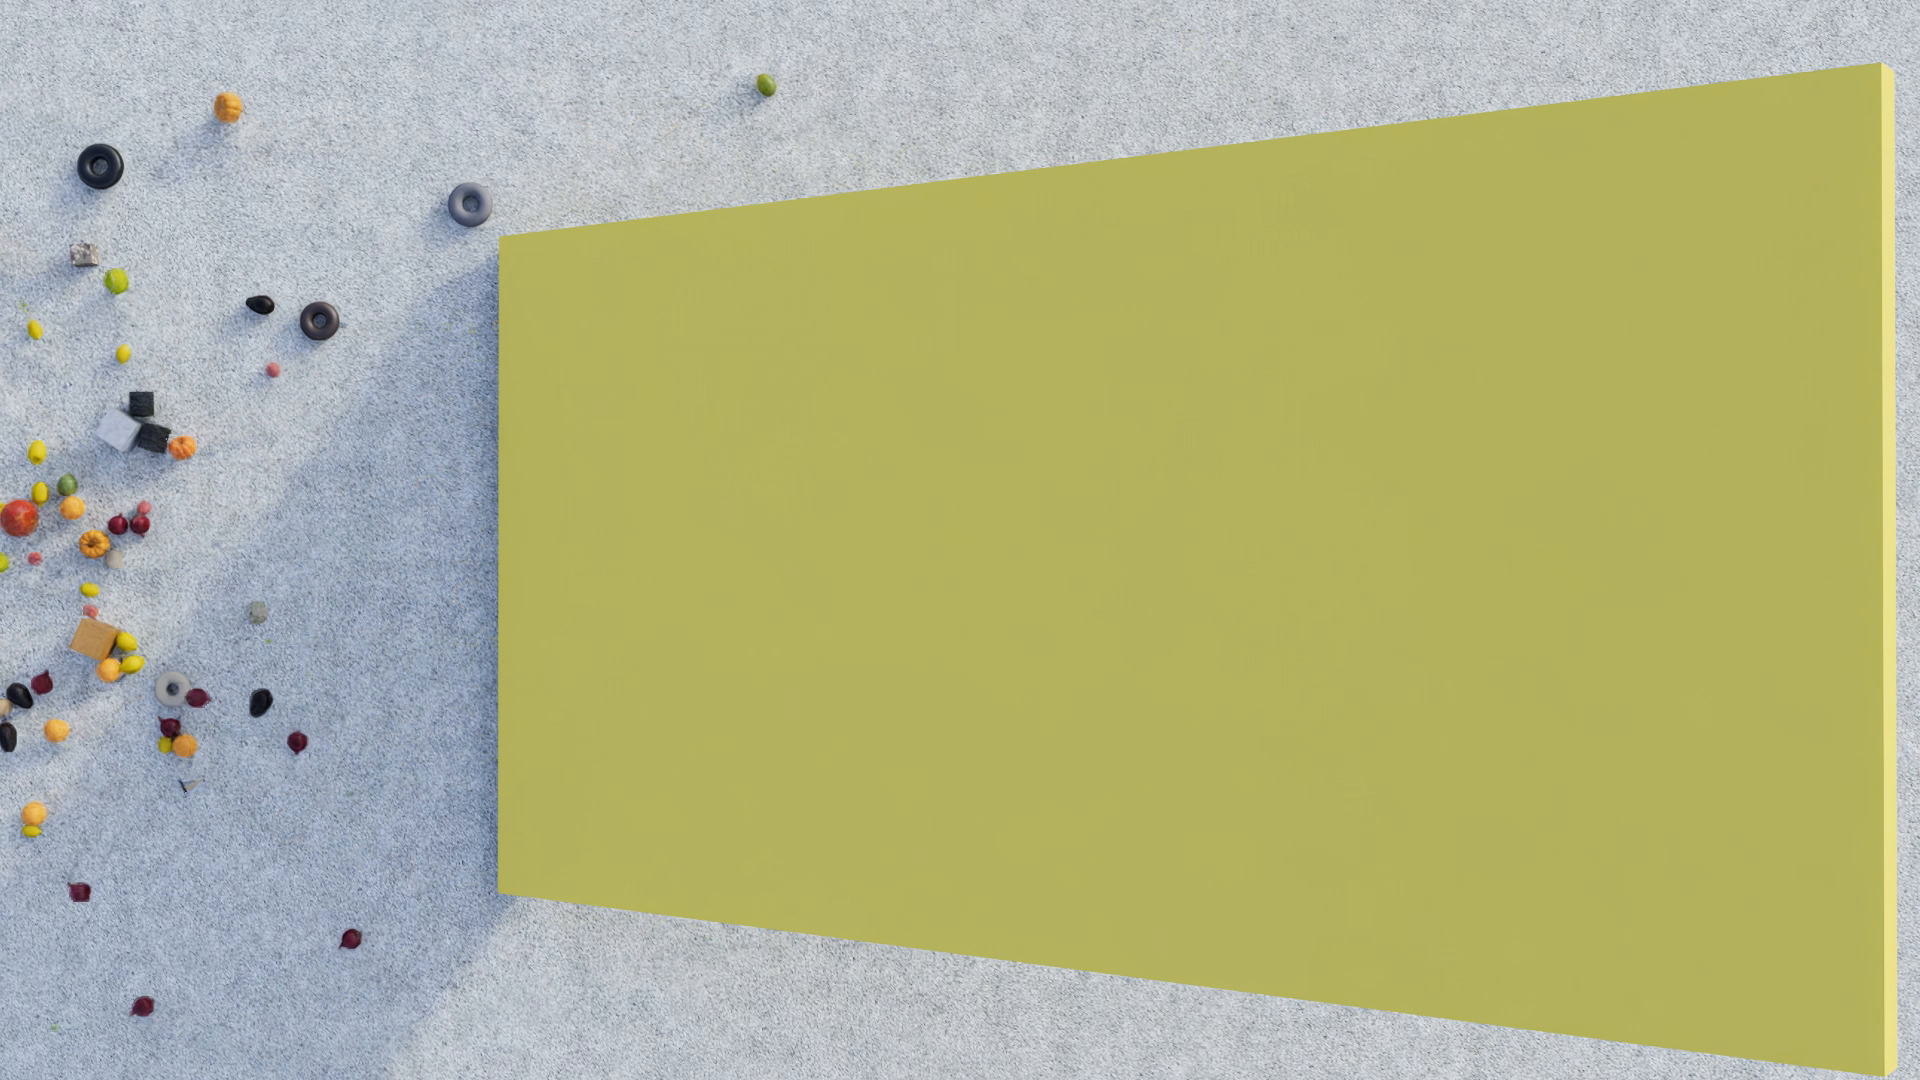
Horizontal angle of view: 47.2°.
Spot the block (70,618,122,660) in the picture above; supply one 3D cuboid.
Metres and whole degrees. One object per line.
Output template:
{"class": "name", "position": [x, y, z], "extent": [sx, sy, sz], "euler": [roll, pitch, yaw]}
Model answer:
{"class": "block", "position": [-2.645, 0.303, 6.731], "extent": [0.095, 0.095, 0.095], "euler": [24, 90, 0]}

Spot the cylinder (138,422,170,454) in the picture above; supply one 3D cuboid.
{"class": "cylinder", "position": [-2.471, -0.313, 6.744], "extent": [0.078, 0.078, 0.078], "euler": [16, 90, 0]}

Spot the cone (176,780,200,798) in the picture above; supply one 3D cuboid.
{"class": "cone", "position": [-2.361, 0.750, 6.760], "extent": [0.067, 0.067, 0.067], "euler": [-28, 90, -28]}

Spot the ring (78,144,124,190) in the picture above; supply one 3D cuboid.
{"class": "ring", "position": [-2.644, -1.149, 6.766], "extent": [0.143, 0.048, 0.143], "euler": [0, 88, 0]}

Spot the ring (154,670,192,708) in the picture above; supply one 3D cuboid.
{"class": "ring", "position": [-2.419, 0.459, 6.758], "extent": [0.113, 0.038, 0.113], "euler": [0, 88, -1]}

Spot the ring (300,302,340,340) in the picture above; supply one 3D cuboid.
{"class": "ring", "position": [-1.970, -0.674, 6.765], "extent": [0.122, 0.041, 0.122], "euler": [0, 89, 2]}

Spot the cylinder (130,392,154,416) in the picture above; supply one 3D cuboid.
{"class": "cylinder", "position": [-2.511, -0.417, 6.748], "extent": [0.072, 0.072, 0.072], "euler": [-1, 90, 0]}

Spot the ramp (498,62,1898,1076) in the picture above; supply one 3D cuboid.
{"class": "ramp", "position": [0.236, 0.066, 5.557], "extent": [4.000, 0.100, 2.000], "euler": [0, 89, 36]}

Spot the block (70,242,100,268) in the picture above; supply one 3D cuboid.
{"class": "block", "position": [-2.689, -0.875, 6.756], "extent": [0.063, 0.063, 0.063], "euler": [-6, 90, 0]}

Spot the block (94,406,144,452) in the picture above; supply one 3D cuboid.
{"class": "block", "position": [-2.569, -0.337, 6.735], "extent": [0.096, 0.096, 0.096], "euler": [33, 90, 0]}

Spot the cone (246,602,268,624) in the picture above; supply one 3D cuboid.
{"class": "cone", "position": [-2.168, 0.224, 6.743], "extent": [0.072, 0.072, 0.072], "euler": [0, 90, 0]}

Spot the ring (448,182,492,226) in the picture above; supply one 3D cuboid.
{"class": "ring", "position": [-1.506, -1.032, 6.765], "extent": [0.139, 0.046, 0.139], "euler": [0, 89, 1]}
